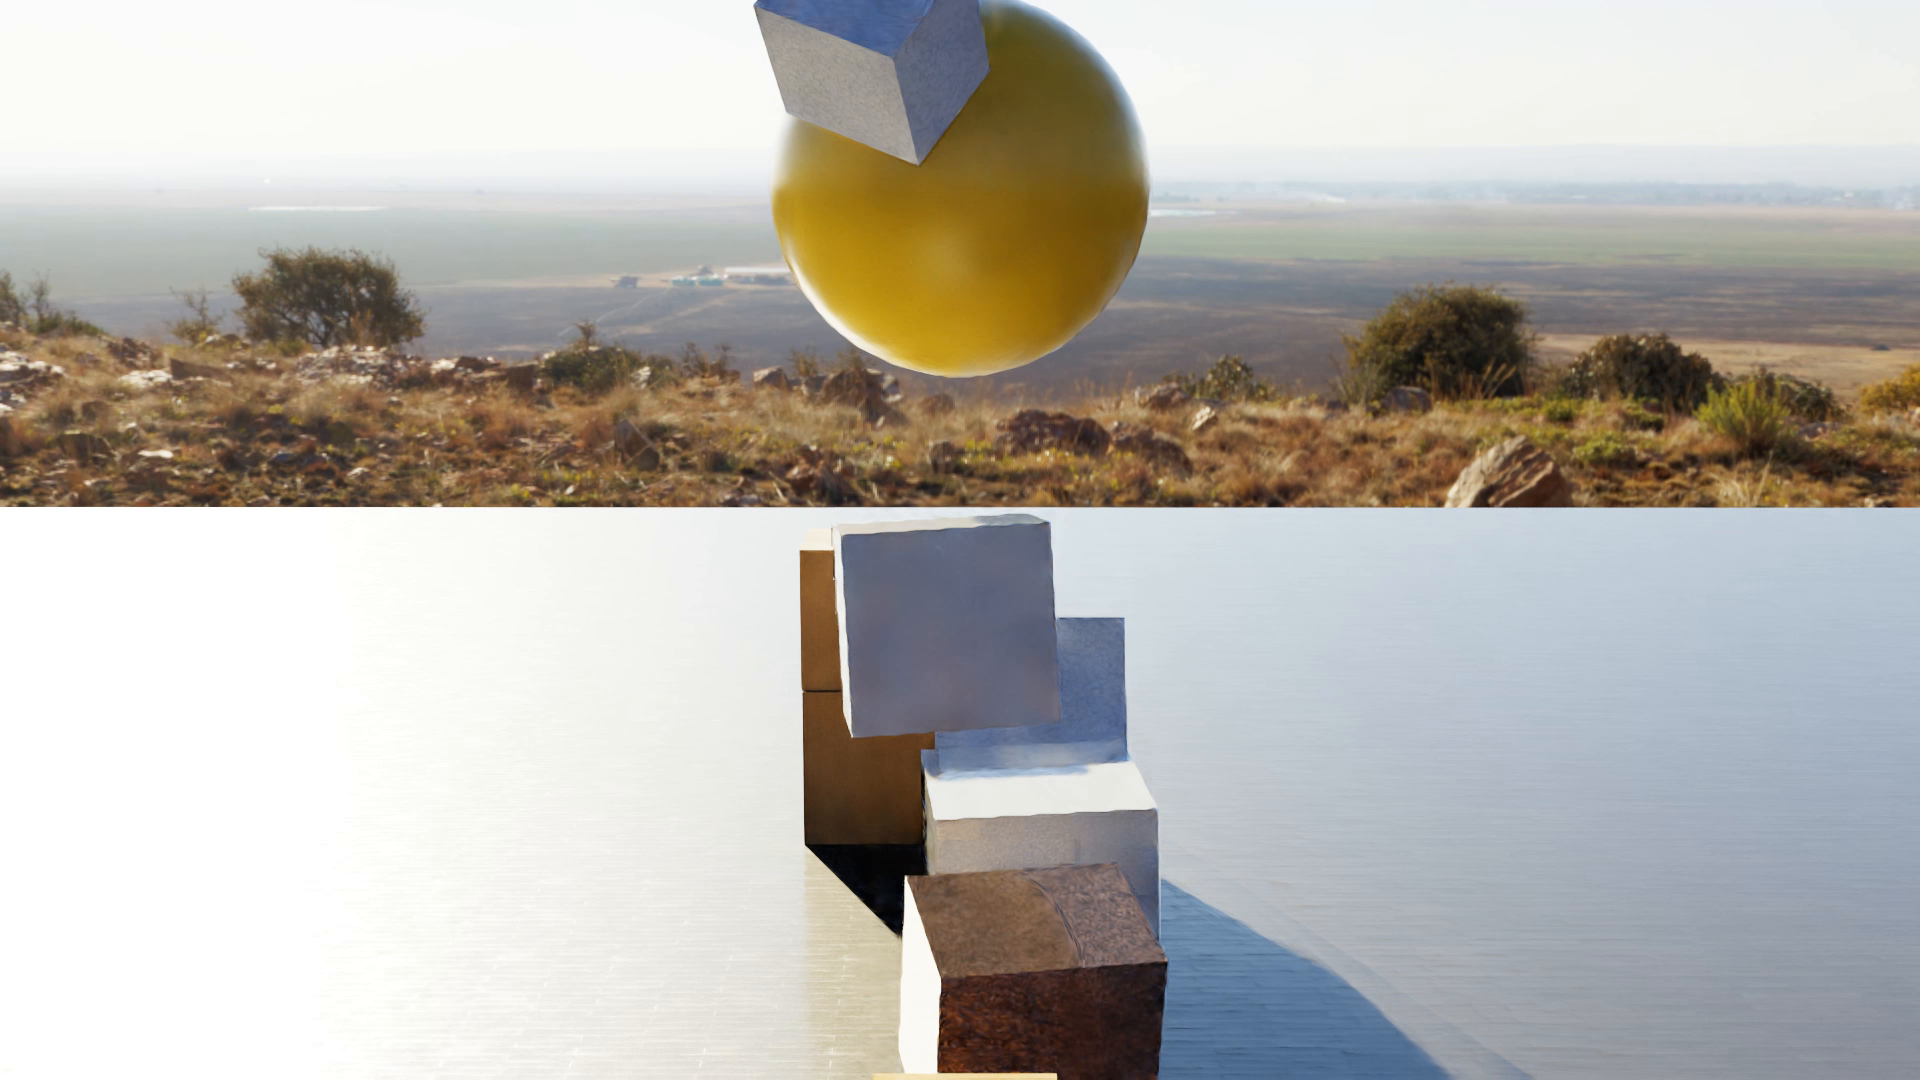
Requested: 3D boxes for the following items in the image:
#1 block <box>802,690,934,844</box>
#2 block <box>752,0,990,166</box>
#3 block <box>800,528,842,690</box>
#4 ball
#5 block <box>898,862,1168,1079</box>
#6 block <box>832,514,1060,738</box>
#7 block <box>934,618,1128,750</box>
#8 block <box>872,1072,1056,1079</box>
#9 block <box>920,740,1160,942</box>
[{"bbox_3d":[-0.453,1.087,11.379,0.669,0.790,0.694,0,10,0],"label":"block"},{"bbox_3d":[-0.319,-1.877,8.227,0.616,0.521,0.587,25,-23,22],"label":"block"},{"bbox_3d":[-0.461,0.346,11.252,0.666,0.714,0.617,0,10,0],"label":"block"},{"bbox_3d":[0.000,-1.486,9.227,1.600,1.600,1.600,0,10,0],"label":"ball"},{"bbox_3d":[0.242,1.678,7.884,0.794,0.755,0.660,-2,23,-12],"label":"block"},{"bbox_3d":[-0.057,0.276,7.508,0.691,0.668,0.593,-4,4,-5],"label":"block"},{"bbox_3d":[0.330,0.962,10.705,0.893,0.924,0.955,0,-20,0],"label":"block"},{"bbox_3d":[0.009,1.981,6.654,0.573,0.553,0.580,-1,6,2],"label":"block"},{"bbox_3d":[0.320,1.410,9.313,0.896,0.843,0.935,-3,12,-4],"label":"block"}]
